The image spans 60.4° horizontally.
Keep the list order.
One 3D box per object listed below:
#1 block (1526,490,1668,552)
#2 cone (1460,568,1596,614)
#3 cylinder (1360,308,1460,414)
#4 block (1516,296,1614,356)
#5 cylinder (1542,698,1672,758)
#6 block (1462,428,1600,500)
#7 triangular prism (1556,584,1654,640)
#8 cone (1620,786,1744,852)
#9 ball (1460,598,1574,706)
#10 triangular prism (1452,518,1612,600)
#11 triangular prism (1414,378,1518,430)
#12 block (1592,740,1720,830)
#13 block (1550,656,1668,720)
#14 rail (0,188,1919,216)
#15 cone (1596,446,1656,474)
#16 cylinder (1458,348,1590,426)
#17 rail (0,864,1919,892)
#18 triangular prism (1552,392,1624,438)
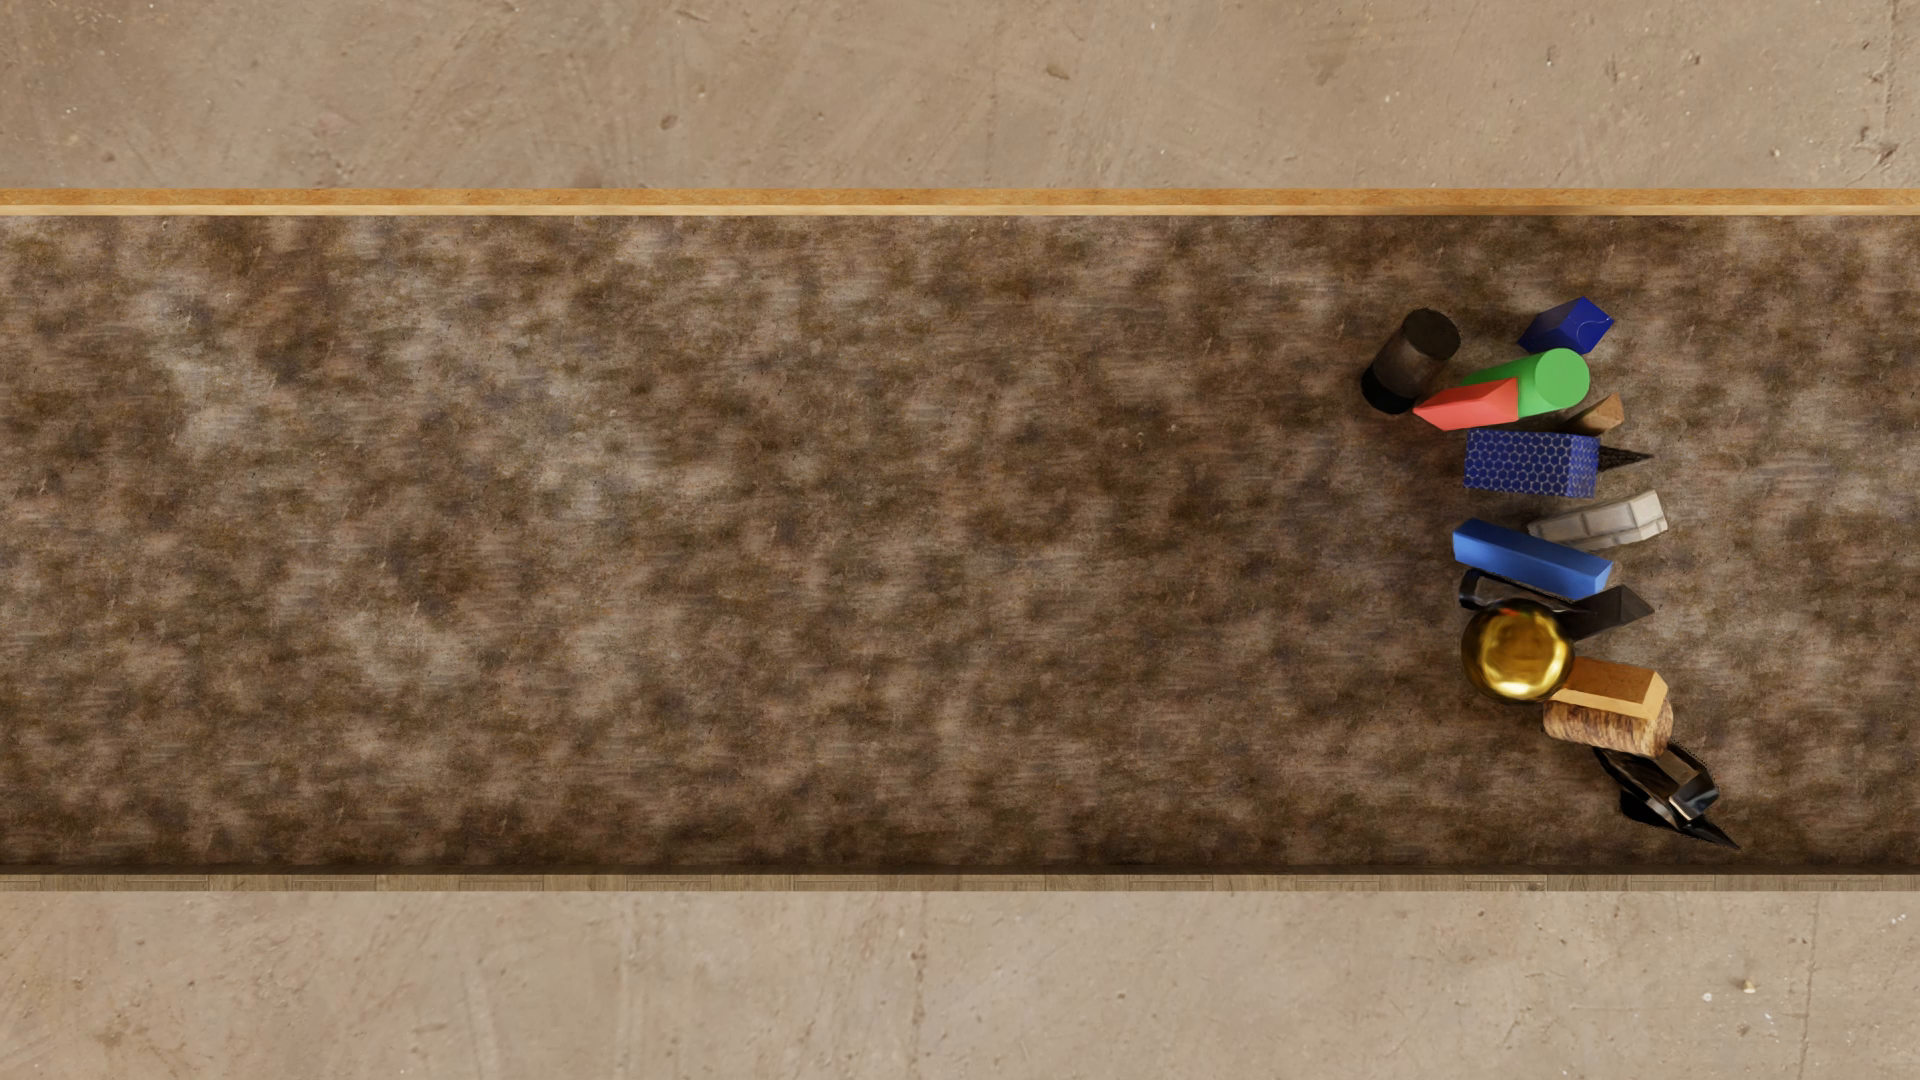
[{"bbox_3d":[1.881,-0.041,4.884,0.119,0.377,0.119,-19,90,-31],"label":"block"},{"bbox_3d":[1.694,0.180,4.885,0.126,0.407,0.126,-10,106,-41],"label":"cone"},{"bbox_3d":[1.335,-0.527,4.901,0.174,0.304,0.174,5,62,-10],"label":"cylinder"},{"bbox_3d":[1.793,-0.618,4.898,0.115,0.358,0.115,38,90,0],"label":"block"},{"bbox_3d":[1.923,0.530,4.902,0.176,0.313,0.176,-7,100,-42],"label":"cylinder"},{"bbox_3d":[1.693,-0.227,4.893,0.179,0.327,0.179,2,94,-45],"label":"block"},{"bbox_3d":[1.833,0.230,4.854,0.121,0.452,0.104,-18,80,-18],"label":"triangular prism"},{"bbox_3d":[2.153,0.830,4.853,0.166,0.415,0.166,-5,106,-18],"label":"cone"},{"bbox_3d":[1.618,0.326,4.792,0.316,0.316,0.316,0,90,0],"label":"ball"},{"bbox_3d":[1.685,0.053,4.900,0.437,0.120,0.139,22,92,34],"label":"triangular prism"},{"bbox_3d":[1.510,-0.415,4.876,0.124,0.398,0.107,29,83,-12],"label":"triangular prism"},{"bbox_3d":[2.059,0.679,4.900,0.155,0.323,0.155,-40,124,0],"label":"block"},{"bbox_3d":[1.826,0.416,4.859,0.108,0.458,0.108,40,71,-38],"label":"block"},{"bbox_3d":[-2.247,-1.025,5.002,12.000,0.150,0.050,0,90,0],"label":"rail"},{"bbox_3d":[1.893,-0.239,4.873,0.155,0.384,0.155,0,90,-33],"label":"cone"},{"bbox_3d":[1.643,-0.444,4.835,0.168,0.459,0.168,0,88,-10],"label":"cylinder"},{"bbox_3d":[-2.247,1.025,5.001,12.000,0.150,0.050,0,90,0],"label":"rail"},{"bbox_3d":[1.855,-0.360,4.871,0.088,0.406,0.077,19,84,4],"label":"triangular prism"}]
